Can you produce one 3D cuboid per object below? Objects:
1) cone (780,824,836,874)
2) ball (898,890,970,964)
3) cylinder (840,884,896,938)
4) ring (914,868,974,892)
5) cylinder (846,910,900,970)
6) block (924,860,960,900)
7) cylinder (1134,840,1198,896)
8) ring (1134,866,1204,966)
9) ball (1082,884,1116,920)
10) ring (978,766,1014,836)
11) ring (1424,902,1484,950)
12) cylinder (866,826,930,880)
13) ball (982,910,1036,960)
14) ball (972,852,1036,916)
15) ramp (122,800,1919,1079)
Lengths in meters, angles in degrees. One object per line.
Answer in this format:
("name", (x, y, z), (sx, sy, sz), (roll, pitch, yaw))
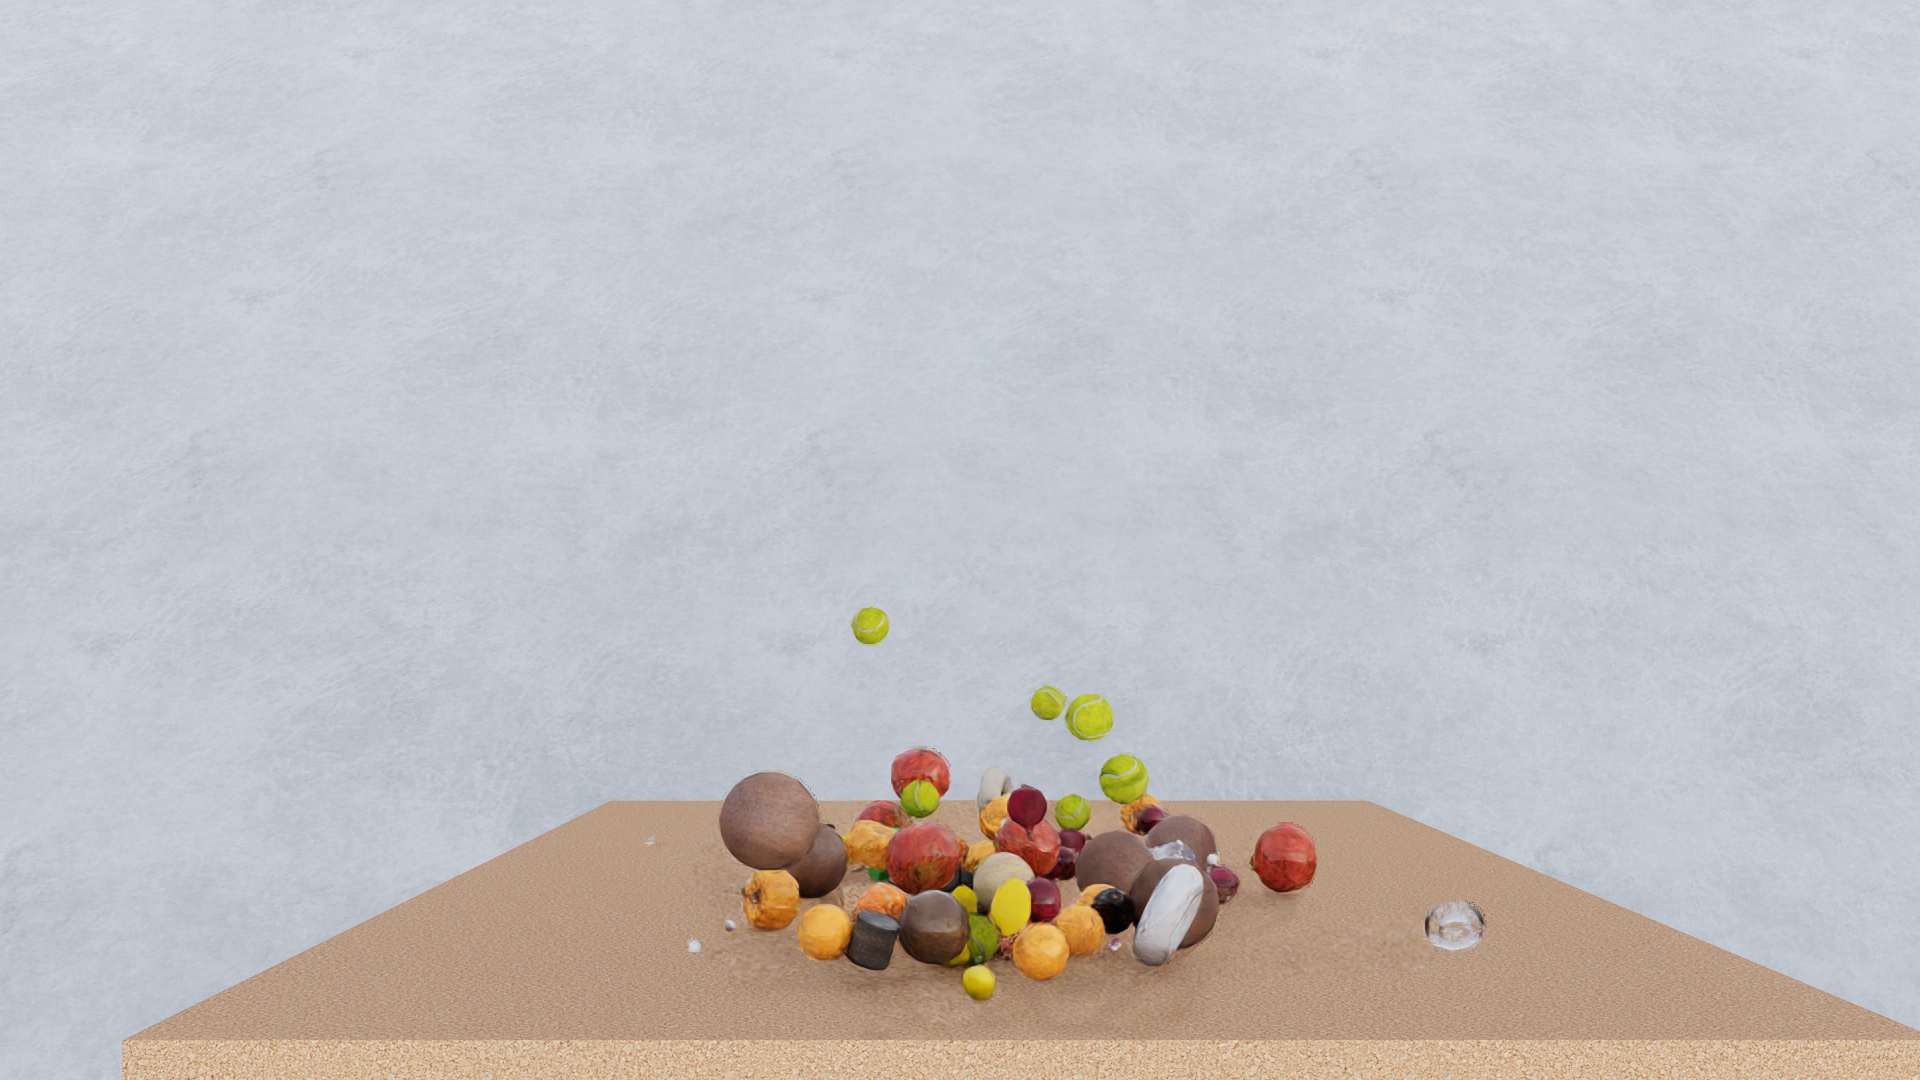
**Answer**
("cone", (-0.258, 0.531, 4.634), (0.093, 0.093, 0.093), (-34, 41, -2))
("ball", (-0.034, 0.503, 3.377), (0.096, 0.096, 0.096), (0, 35, 0))
("cylinder", (-0.134, 0.535, 3.752), (0.075, 0.075, 0.075), (-1, 35, -7))
("ring", (-0.026, 0.589, 4.502), (0.108, 0.036, 0.108), (4, -3, 0))
("cylinder", (-0.112, 0.514, 3.336), (0.057, 0.057, 0.057), (17, 10, -3))
("block", (-0.030, 0.572, 4.375), (0.060, 0.060, 0.060), (0, -2, -1))
("cylinder", (0.347, 0.554, 4.392), (0.077, 0.077, 0.077), (-20, 22, 36))
("ring", (0.276, 0.498, 3.445), (0.048, 0.145, 0.145), (26, 42, 17))
("ball", (0.218, 0.564, 4.050), (0.053, 0.053, 0.053), (0, 35, 0))
("ring", (0.070, 0.506, 5.019), (0.045, 0.136, 0.136), (-2, 34, 17))
("ring", (0.665, 0.519, 3.494), (0.080, 0.080, 0.027), (3, 38, 4))
("cylinder", (-0.112, 0.565, 4.689), (0.093, 0.093, 0.093), (0, 34, -20))
("ball", (0.066, 0.537, 3.555), (0.074, 0.074, 0.074), (0, 35, 0))
("ball", (0.059, 0.462, 3.488), (0.084, 0.084, 0.084), (0, 35, 0))
("ramp", (0.078, 0.669, 4.855), (2.000, 0.100, 4.000), (0, -2, 0))
